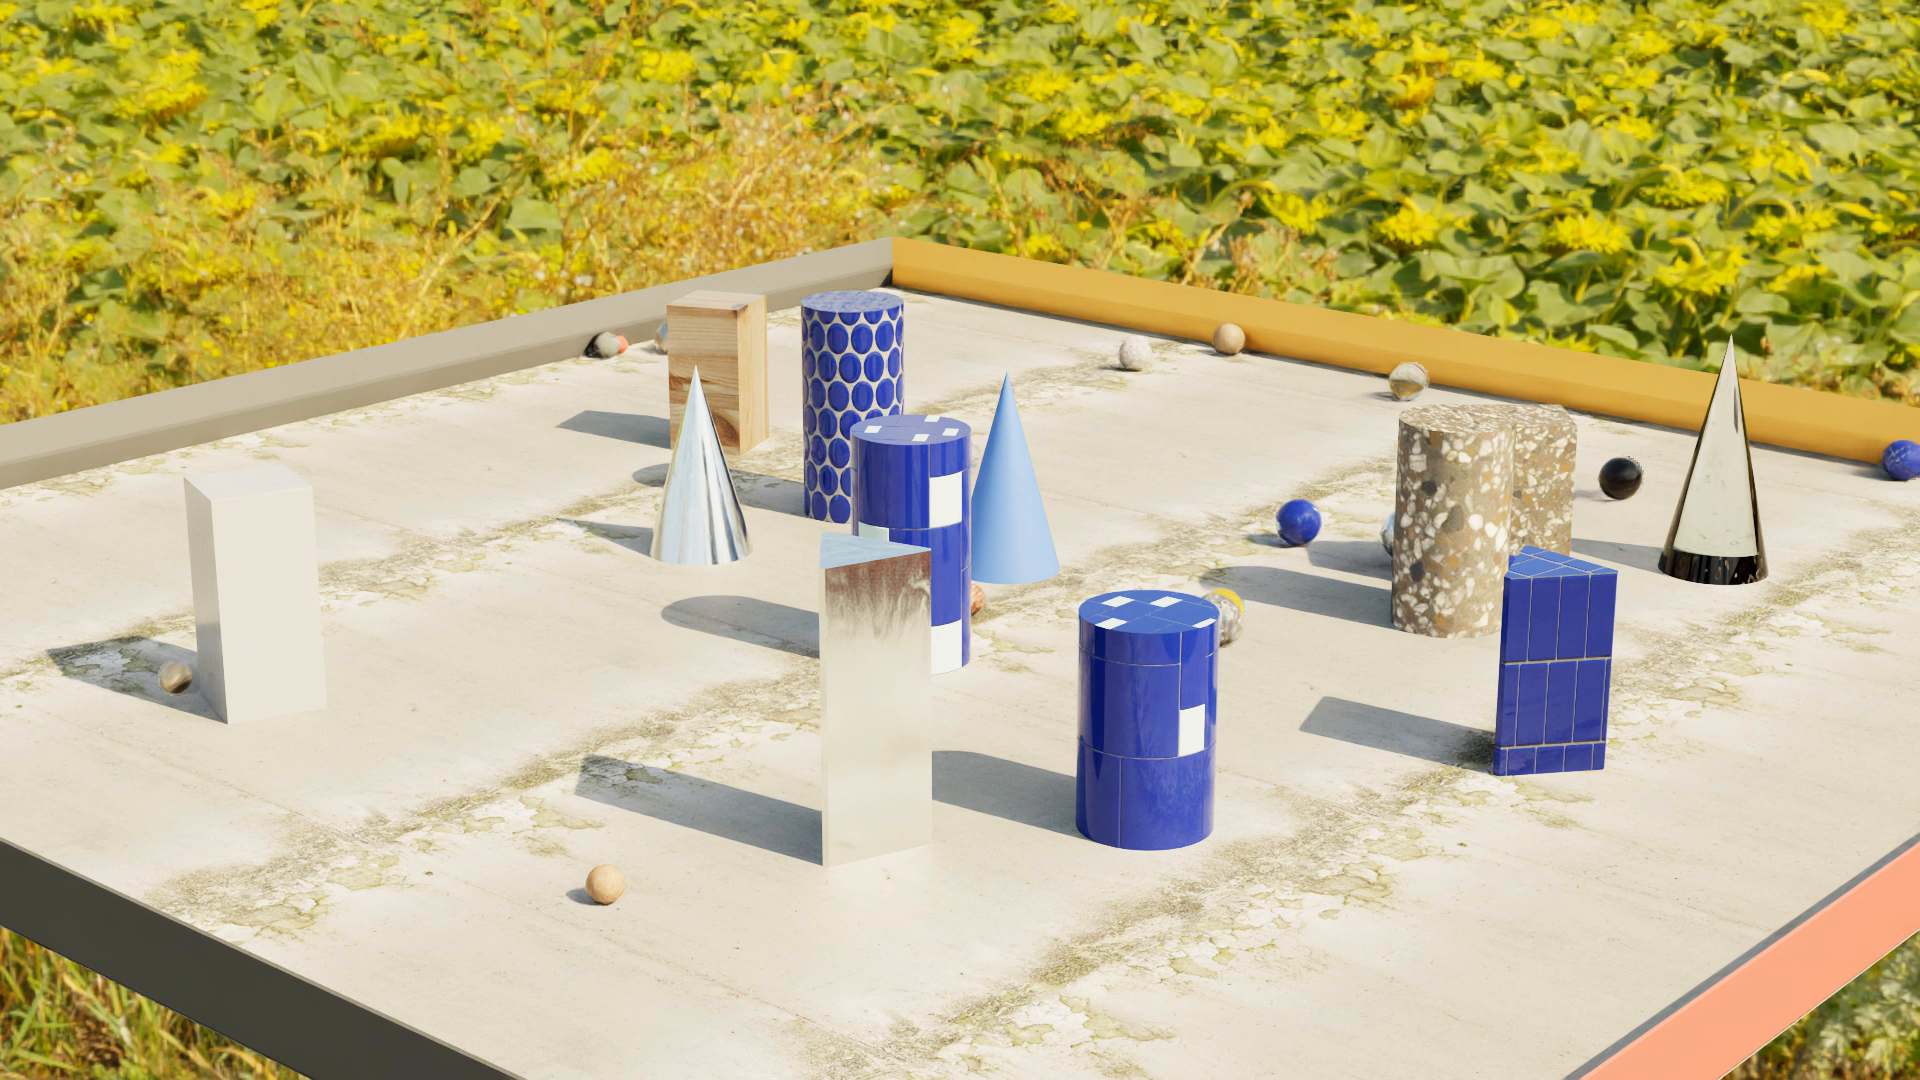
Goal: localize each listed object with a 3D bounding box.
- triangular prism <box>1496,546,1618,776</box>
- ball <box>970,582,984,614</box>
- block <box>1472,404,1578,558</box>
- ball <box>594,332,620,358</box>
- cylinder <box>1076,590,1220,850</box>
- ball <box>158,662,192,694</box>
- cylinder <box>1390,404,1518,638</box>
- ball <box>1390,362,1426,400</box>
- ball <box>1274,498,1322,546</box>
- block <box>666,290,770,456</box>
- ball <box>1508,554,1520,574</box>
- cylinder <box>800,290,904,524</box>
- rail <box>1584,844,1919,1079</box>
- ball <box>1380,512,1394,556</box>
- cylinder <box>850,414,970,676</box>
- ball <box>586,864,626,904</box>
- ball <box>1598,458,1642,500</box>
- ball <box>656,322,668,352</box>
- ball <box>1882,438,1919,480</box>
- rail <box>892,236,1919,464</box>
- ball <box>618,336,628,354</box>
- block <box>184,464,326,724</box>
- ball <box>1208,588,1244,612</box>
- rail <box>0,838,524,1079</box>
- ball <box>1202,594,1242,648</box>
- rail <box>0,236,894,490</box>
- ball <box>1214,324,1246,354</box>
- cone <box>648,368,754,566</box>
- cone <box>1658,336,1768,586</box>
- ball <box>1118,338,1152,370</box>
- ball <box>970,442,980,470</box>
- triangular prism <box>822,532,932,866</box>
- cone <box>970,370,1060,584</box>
[{"bbox_3d":[0.856,0.175,4.340,0.169,0.305,0.146,-3,17,-9],"label":"triangular prism"},{"bbox_3d":[0.013,0.101,5.017,0.056,0.056,0.056,0,17,0],"label":"ball"},{"bbox_3d":[0.982,-0.069,5.144,0.156,0.308,0.156,0,17,1],"label":"block"},{"bbox_3d":[-0.825,-0.455,6.852,0.061,0.061,0.061,0,17,0],"label":"ball"},{"bbox_3d":[0.260,0.249,4.078,0.195,0.315,0.195,0,17,0],"label":"cylinder"},{"bbox_3d":[-1.240,0.218,4.637,0.051,0.051,0.051,0,17,0],"label":"ball"},{"bbox_3d":[0.830,-0.033,4.942,0.195,0.355,0.195,0,17,0],"label":"cylinder"},{"bbox_3d":[0.987,-0.349,6.463,0.082,0.082,0.082,0,17,0],"label":"ball"},{"bbox_3d":[0.624,-0.033,5.409,0.086,0.086,0.086,0,17,0],"label":"ball"},{"bbox_3d":[-0.500,-0.347,6.069,0.156,0.306,0.156,6,18,18],"label":"block"},{"bbox_3d":[0.948,0.070,5.057,0.091,0.091,0.091,0,17,0],"label":"ball"},{"bbox_3d":[-0.203,-0.254,5.581,0.195,0.409,0.195,0,17,0],"label":"cylinder"},{"bbox_3d":[1.390,0.380,3.965,0.045,0.126,3.751,14,22,39],"label":"rail"},{"bbox_3d":[0.810,-0.010,5.312,0.097,0.097,0.097,0,17,0],"label":"ball"},{"bbox_3d":[-0.079,0.008,4.754,0.195,0.386,0.195,0,17,0],"label":"cylinder"},{"bbox_3d":[-0.466,0.452,3.859,0.052,0.052,0.052,0,17,0],"label":"ball"},{"bbox_3d":[1.283,-0.119,5.699,0.083,0.083,0.083,0,17,0],"label":"ball"},{"bbox_3d":[-0.679,-0.477,6.899,0.076,0.076,0.076,0,17,0],"label":"ball"},{"bbox_3d":[1.879,-0.161,5.840,0.081,0.081,0.081,0,17,0],"label":"ball"},{"bbox_3d":[1.214,-0.372,6.459,3.728,0.126,0.045,14,22,39],"label":"rail"},{"bbox_3d":[-0.803,-0.460,6.899,0.043,0.043,0.043,0,17,0],"label":"ball"},{"bbox_3d":[-1.095,0.082,4.556,0.156,0.358,0.156,-9,19,-28],"label":"block"},{"bbox_3d":[0.441,0.117,4.939,0.071,0.071,0.071,0,17,0],"label":"ball"},{"bbox_3d":[-1.214,0.436,3.781,3.728,0.126,0.045,14,22,39],"label":"rail"},{"bbox_3d":[0.423,0.133,4.851,0.090,0.090,0.090,0,17,0],"label":"ball"},{"bbox_3d":[-1.390,-0.317,6.275,0.045,0.126,3.751,14,22,39],"label":"rail"},{"bbox_3d":[0.632,-0.472,6.883,0.074,0.074,0.074,0,17,0],"label":"ball"},{"bbox_3d":[-0.476,-0.149,5.336,0.195,0.350,0.195,0,17,0],"label":"cone"},{"bbox_3d":[1.355,-0.155,5.213,0.195,0.433,0.195,0,17,0],"label":"cone"},{"bbox_3d":[0.402,-0.428,6.733,0.077,0.077,0.077,0,17,0],"label":"ball"},{"bbox_3d":[0.012,-0.170,5.909,0.059,0.059,0.059,0,17,0],"label":"ball"},{"bbox_3d":[-0.148,0.210,4.017,0.169,0.424,0.146,-10,19,-30],"label":"triangular prism"},{"bbox_3d":[0.083,-0.125,5.228,0.195,0.365,0.195,0,17,0],"label":"cone"}]
